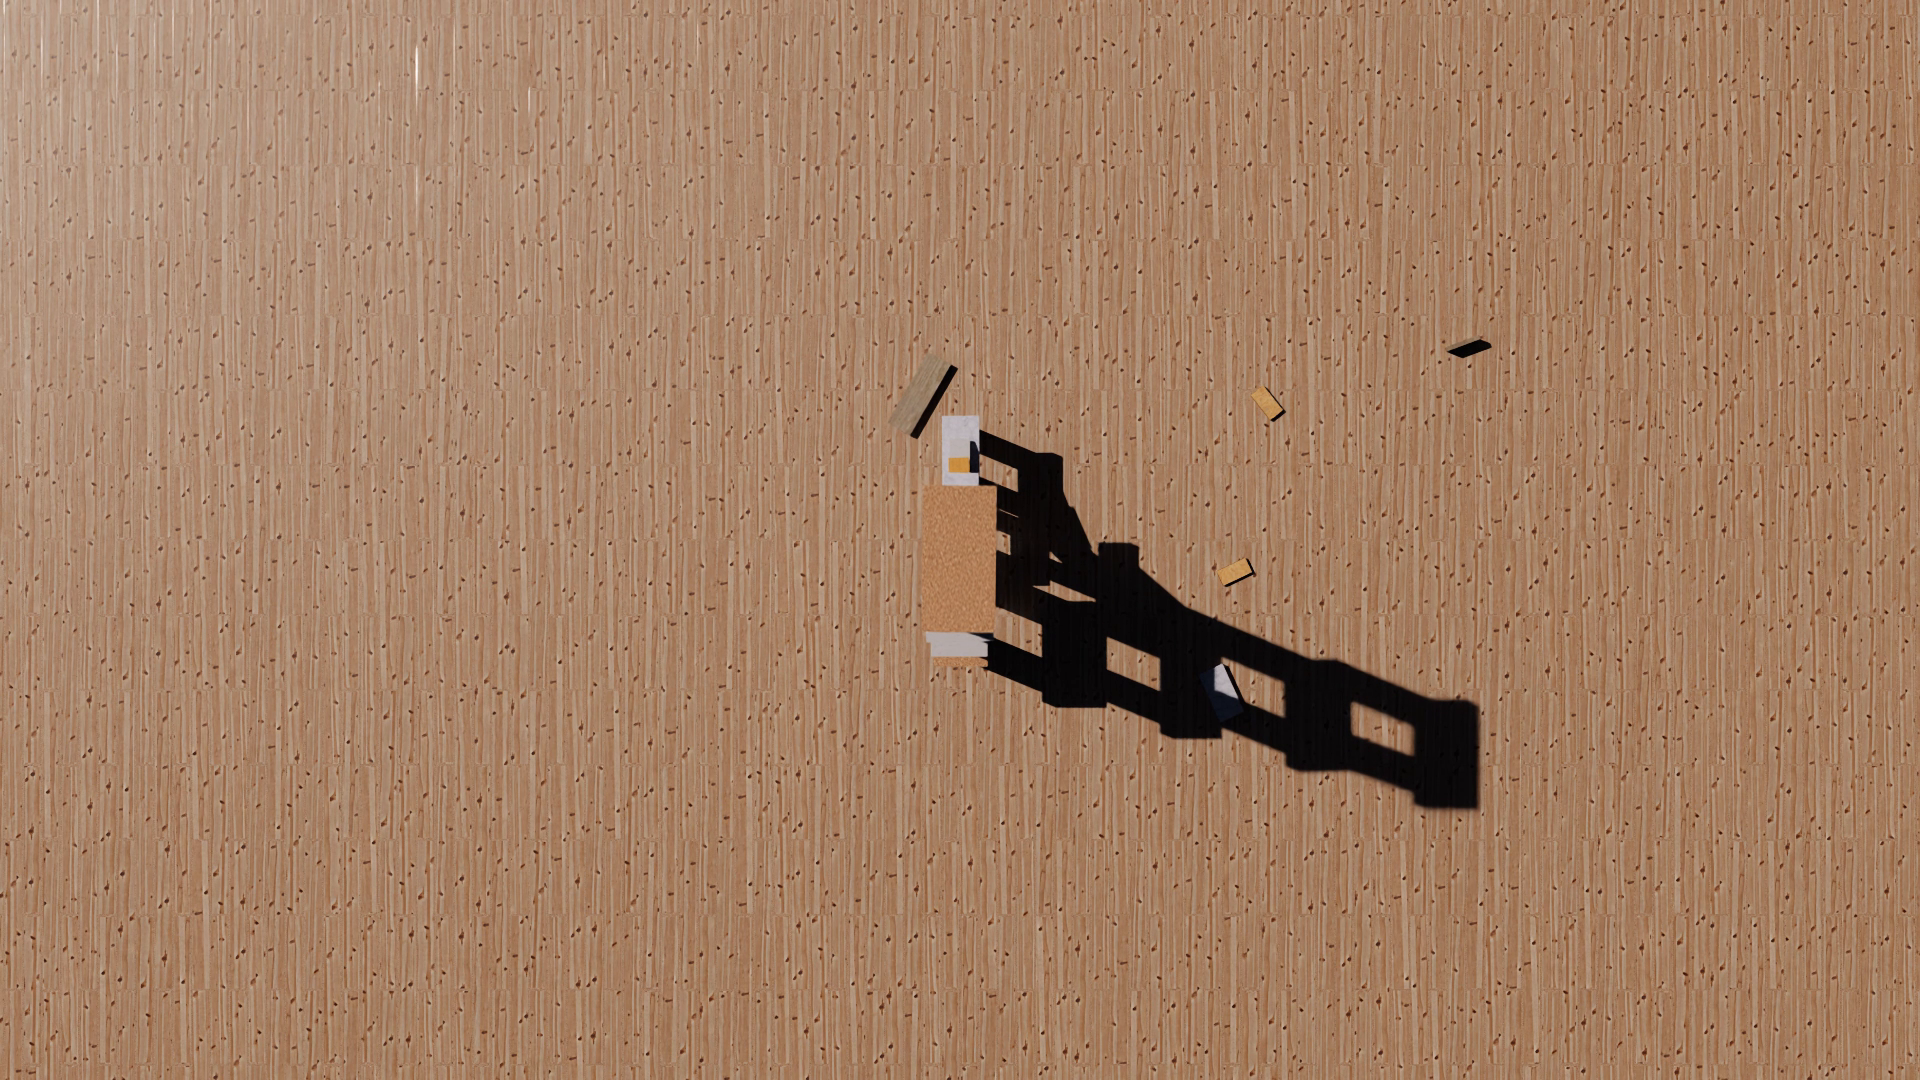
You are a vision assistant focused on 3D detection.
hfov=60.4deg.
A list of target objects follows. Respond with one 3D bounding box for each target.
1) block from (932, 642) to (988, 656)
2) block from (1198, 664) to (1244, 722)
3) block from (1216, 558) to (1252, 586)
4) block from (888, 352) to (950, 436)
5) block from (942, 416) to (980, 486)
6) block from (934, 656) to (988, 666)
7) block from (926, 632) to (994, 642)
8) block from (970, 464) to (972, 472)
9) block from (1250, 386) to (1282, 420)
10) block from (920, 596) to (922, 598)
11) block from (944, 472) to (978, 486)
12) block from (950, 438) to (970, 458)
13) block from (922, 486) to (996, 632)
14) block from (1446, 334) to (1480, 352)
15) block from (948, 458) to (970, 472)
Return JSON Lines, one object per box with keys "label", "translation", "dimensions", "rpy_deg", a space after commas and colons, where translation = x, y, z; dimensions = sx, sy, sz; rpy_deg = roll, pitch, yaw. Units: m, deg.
{"label": "block", "translation": [-0.001, 0.174, 4.770], "dimensions": [0.162, 0.046, 0.323], "rpy_deg": [0, 90, 0]}
{"label": "block", "translation": [0.868, 0.508, 5.488], "dimensions": [0.087, 0.025, 0.175], "rpy_deg": [-25, 90, 0]}
{"label": "block", "translation": [0.912, 0.105, 5.493], "dimensions": [0.105, 0.015, 0.053], "rpy_deg": [-25, 90, 0]}
{"label": "block", "translation": [-0.136, -0.486, 5.488], "dimensions": [0.087, 0.025, 0.272], "rpy_deg": [30, 90, 0]}
{"label": "block", "translation": [0.003, -0.276, 5.247], "dimensions": [0.118, 0.033, 0.236], "rpy_deg": [0, 90, 0]}
{"label": "block", "translation": [0.002, 0.224, 5.140], "dimensions": [0.168, 0.048, 0.337], "rpy_deg": [0, 90, 0]}
{"label": "block", "translation": [-0.004, 0.090, 4.366], "dimensions": [0.178, 0.050, 0.356], "rpy_deg": [-1, 90, 0]}
{"label": "block", "translation": [0.003, -0.184, 5.181], "dimensions": [0.064, 0.018, 0.129], "rpy_deg": [0, 49, 0]}
{"label": "block", "translation": [1.020, -0.457, 5.493], "dimensions": [0.053, 0.015, 0.105], "rpy_deg": [-38, 90, 0]}
{"label": "block", "translation": [-0.004, 0.163, 4.164], "dimensions": [0.175, 0.351, 0.050], "rpy_deg": [-5, 87, 0]}
{"label": "block", "translation": [0.002, -0.096, 5.001], "dimensions": [0.107, 0.030, 0.214], "rpy_deg": [1, 90, 0]}
{"label": "block", "translation": [-0.001, -0.258, 5.197], "dimensions": [0.064, 0.018, 0.129], "rpy_deg": [0, 66, 0]}
{"label": "block", "translation": [-0.002, 0.046, 3.964], "dimensions": [0.175, 0.050, 0.351], "rpy_deg": [1, 90, 0]}
{"label": "block", "translation": [1.668, -0.653, 5.474], "dimensions": [0.105, 0.053, 0.015], "rpy_deg": [-20, 90, 0]}
{"label": "block", "translation": [-0.002, -0.196, 5.148], "dimensions": [0.064, 0.018, 0.129], "rpy_deg": [-1, 65, -1]}
